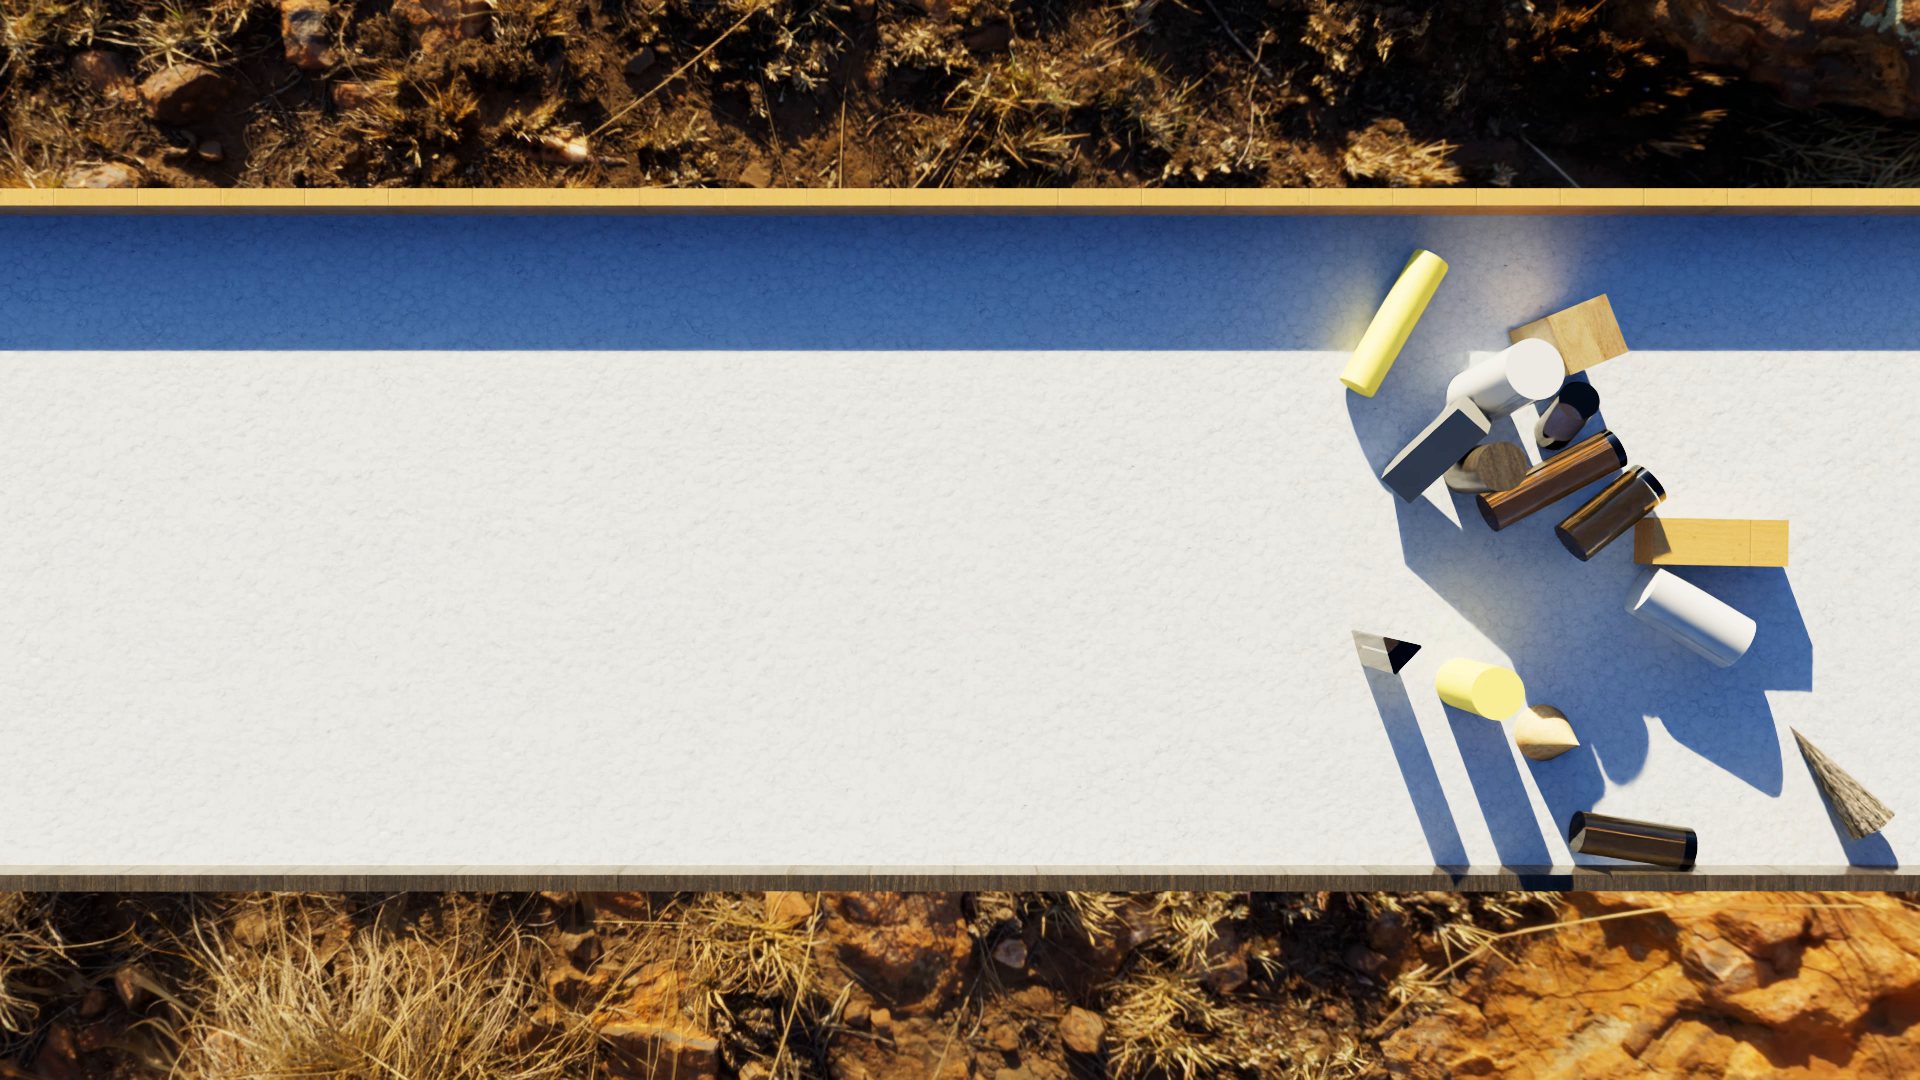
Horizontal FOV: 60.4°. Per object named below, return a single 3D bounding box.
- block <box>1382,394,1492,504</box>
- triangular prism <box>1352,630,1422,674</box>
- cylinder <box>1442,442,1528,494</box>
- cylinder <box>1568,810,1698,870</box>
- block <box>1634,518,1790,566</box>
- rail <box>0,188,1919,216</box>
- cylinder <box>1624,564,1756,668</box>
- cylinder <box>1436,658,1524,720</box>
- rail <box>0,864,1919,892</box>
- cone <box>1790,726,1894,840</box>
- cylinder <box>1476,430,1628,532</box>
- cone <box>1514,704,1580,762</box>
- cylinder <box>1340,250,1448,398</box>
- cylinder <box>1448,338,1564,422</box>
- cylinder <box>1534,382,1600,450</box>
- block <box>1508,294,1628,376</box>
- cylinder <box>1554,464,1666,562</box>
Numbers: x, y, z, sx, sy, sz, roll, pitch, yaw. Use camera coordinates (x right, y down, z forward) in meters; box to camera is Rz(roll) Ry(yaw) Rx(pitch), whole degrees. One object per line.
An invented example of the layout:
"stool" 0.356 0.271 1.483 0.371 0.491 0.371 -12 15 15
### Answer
"block" 1.425 -0.271 4.935 0.115 0.115 0.326 41 125 0
"triangular prism" 1.241 0.310 4.886 0.097 0.382 0.112 43 90 0
"cylinder" 1.556 -0.211 4.903 0.145 0.346 0.145 0 90 0
"cylinder" 2.044 0.911 5.013 0.341 0.127 0.127 9 90 0
"block" 2.279 0.006 5.007 0.405 0.139 0.139 1 90 0
"rail" -2.247 -1.025 5.002 12.000 0.150 0.050 0 90 0
"cylinder" 2.207 0.229 4.992 0.331 0.169 0.169 31 90 0
"cylinder" 1.539 0.439 4.897 0.153 0.359 0.153 0 90 0
"rail" -2.247 1.025 5.001 12.000 0.150 0.050 0 90 0
"cone" 2.660 0.718 5.041 0.142 0.142 0.381 -36 79 0
"cylinder" 1.797 -0.181 5.012 0.435 0.129 0.129 -27 90 0
"cone" 1.793 0.593 4.925 0.174 0.304 0.174 0 90 0
"cylinder" 1.320 -0.659 5.019 0.116 0.116 0.453 31 90 0
"cylinder" 1.605 -0.460 4.869 0.178 0.389 0.178 1 82 -8
"cylinder" 1.806 -0.367 4.916 0.116 0.301 0.116 -1 76 5
"block" 1.802 -0.590 4.904 0.180 0.345 0.180 -22 90 0
"cylinder" 1.974 -0.082 5.007 0.303 0.139 0.139 -38 90 0
